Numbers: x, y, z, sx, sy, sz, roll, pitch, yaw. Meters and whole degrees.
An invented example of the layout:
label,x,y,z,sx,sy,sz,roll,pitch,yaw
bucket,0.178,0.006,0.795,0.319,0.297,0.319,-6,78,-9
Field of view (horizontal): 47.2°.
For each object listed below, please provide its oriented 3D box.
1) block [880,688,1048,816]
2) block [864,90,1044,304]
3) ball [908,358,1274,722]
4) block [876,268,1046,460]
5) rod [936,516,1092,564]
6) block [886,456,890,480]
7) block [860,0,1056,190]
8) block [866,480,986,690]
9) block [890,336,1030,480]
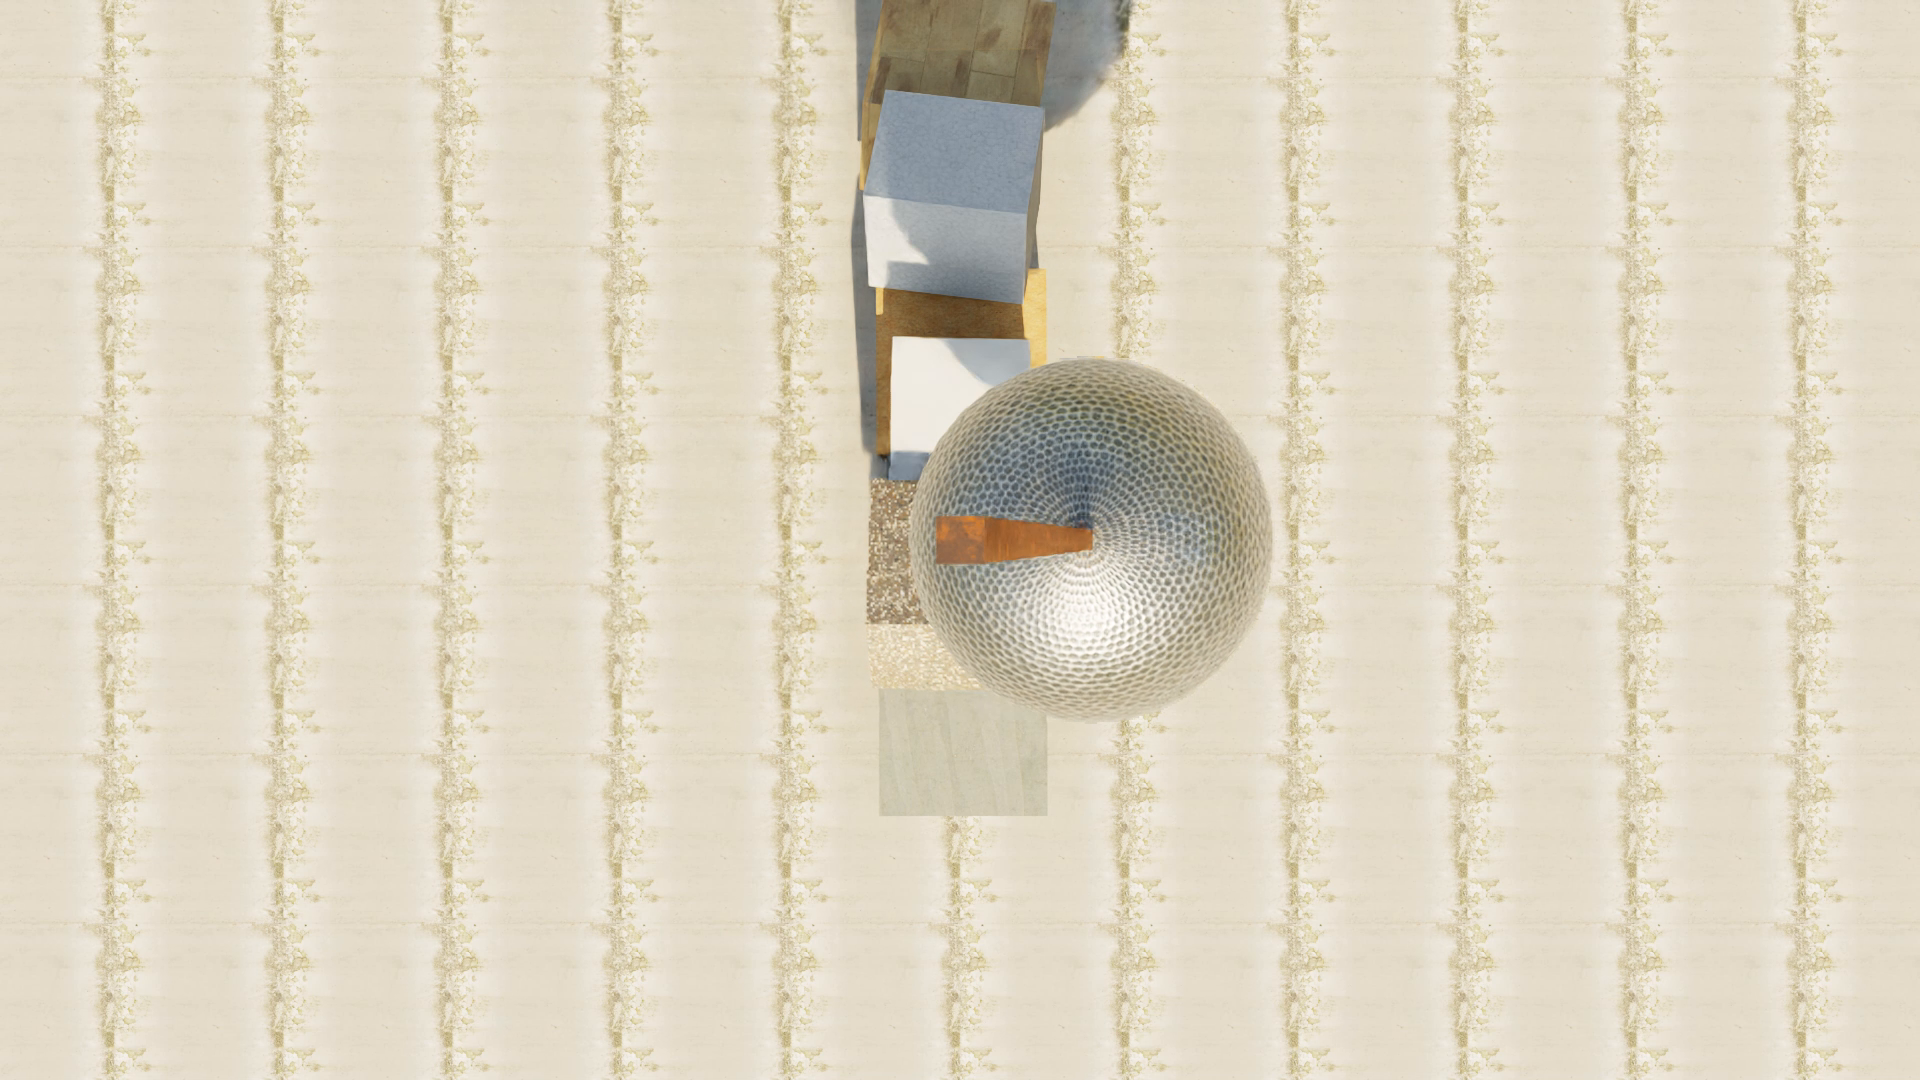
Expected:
label,x,y,z,sx,sy,sz,roll,pitch,yaw
block,0.018,0.990,12.460,0.913,1.081,1.014,0,90,0
block,-0.025,-1.846,11.882,0.856,0.806,0.713,7,62,4
ball,0.573,0.000,9.674,1.600,1.600,1.600,0,90,0
block,0.010,-0.986,12.575,0.942,0.851,1.018,0,90,0
rod,0.248,0.000,6.290,0.080,5.200,0.080,0,90,5
block,0.008,0.002,12.566,0.822,0.867,0.942,0,90,0
block,-0.022,-2.496,12.422,0.945,0.907,0.836,10,68,0
block,-0.029,0.249,11.520,0.867,0.920,0.800,1,66,0
block,-0.001,-0.634,11.777,0.717,0.720,0.808,1,88,0
